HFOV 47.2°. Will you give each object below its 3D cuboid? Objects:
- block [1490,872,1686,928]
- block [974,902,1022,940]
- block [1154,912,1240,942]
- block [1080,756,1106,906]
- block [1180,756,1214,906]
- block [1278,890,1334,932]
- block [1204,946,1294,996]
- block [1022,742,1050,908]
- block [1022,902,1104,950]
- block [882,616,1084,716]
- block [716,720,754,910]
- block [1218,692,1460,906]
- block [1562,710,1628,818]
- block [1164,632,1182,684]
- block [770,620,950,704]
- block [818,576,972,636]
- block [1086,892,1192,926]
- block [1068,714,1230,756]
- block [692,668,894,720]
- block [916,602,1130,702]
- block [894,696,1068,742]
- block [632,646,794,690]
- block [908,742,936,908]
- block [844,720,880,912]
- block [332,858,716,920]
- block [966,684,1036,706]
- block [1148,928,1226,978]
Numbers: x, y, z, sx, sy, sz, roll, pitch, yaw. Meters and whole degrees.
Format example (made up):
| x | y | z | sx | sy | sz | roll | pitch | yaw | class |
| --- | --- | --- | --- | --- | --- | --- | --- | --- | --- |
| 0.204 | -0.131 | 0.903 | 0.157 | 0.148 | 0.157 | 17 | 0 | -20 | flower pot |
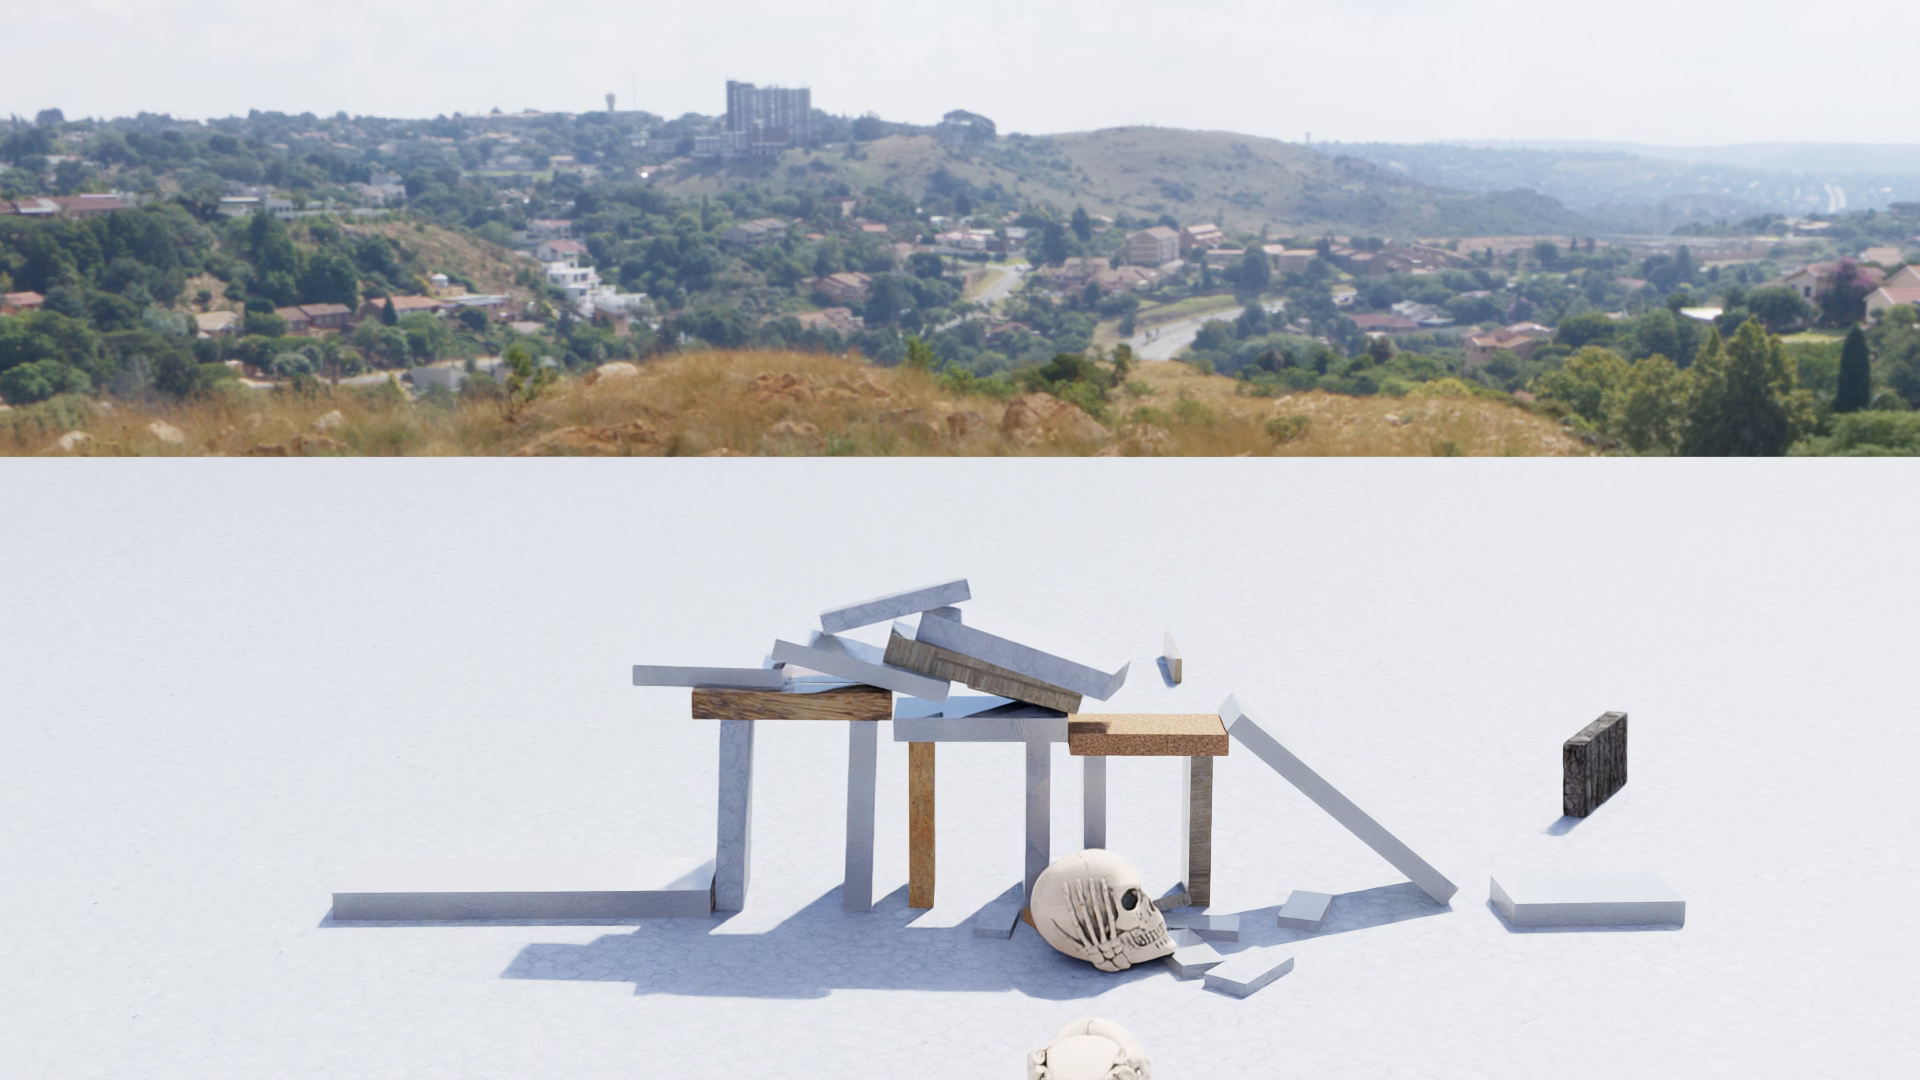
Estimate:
| x | y | z | sx | sy | sz | roll | pitch | yaw | class |
| --- | --- | --- | --- | --- | --- | --- | --- | --- | --- |
| 1.021 | 0.586 | 3.585 | 0.277 | 0.039 | 0.139 | 0 | 11 | -3 | block |
| 0.060 | 0.610 | 3.517 | 0.059 | 0.017 | 0.117 | 3 | 10 | 10 | block |
| 0.376 | 0.614 | 3.488 | 0.132 | 0.019 | 0.066 | 2 | 11 | 9 | block |
| 0.220 | 0.464 | 3.646 | 0.036 | 0.257 | 0.128 | -1 | 11 | 0 | block |
| 0.392 | 0.464 | 3.646 | 0.036 | 0.256 | 0.128 | 0 | 11 | 0 | block |
| 0.560 | 0.600 | 3.562 | 0.066 | 0.019 | 0.132 | 4 | 11 | 19 | block |
| 0.435 | 0.647 | 3.305 | 0.071 | 0.020 | 0.142 | 8 | 13 | 37 | block |
| 0.126 | 0.451 | 3.645 | 0.040 | 0.282 | 0.141 | 0 | 11 | 0 | block |
| 0.164 | 0.612 | 3.494 | 0.071 | 0.020 | 0.142 | -5 | 12 | -25 | block |
| 0.040 | 0.204 | 3.632 | 0.327 | 0.046 | 0.163 | 16 | 10 | -2 | block |
| -0.371 | 0.432 | 3.636 | 0.046 | 0.321 | 0.161 | 2 | 10 | -2 | block |
| 0.625 | 0.428 | 3.648 | 0.468 | 0.039 | 0.139 | 39 | 8 | -6 | block |
| 1.209 | 0.424 | 4.179 | 0.039 | 0.139 | 0.277 | 3 | 10 | 33 | block |
| 0.502 | 0.276 | 5.199 | 0.017 | 0.058 | 0.279 | 0 | 11 | 0 | block |
| -0.161 | 0.199 | 3.585 | 0.290 | 0.035 | 0.122 | 15 | 11 | -6 | block |
| -0.108 | 0.107 | 3.601 | 0.245 | 0.035 | 0.122 | -14 | 2 | -4 | block |
| 0.287 | 0.594 | 3.526 | 0.161 | 0.019 | 0.066 | -7 | -13 | -32 | block |
| 0.307 | 0.320 | 3.618 | 0.256 | 0.036 | 0.128 | 0 | 11 | 0 | block |
| -0.269 | 0.251 | 3.600 | 0.321 | 0.046 | 0.161 | 0 | 11 | 0 | block |
| 0.106 | 0.178 | 3.608 | 0.327 | 0.046 | 0.163 | 18 | 10 | 12 | block |
| 0.035 | 0.294 | 3.613 | 0.282 | 0.040 | 0.141 | 0 | 11 | 1 | block |
| -0.402 | 0.209 | 3.599 | 0.245 | 0.035 | 0.122 | 1 | 11 | 5 | block |
| -0.062 | 0.451 | 3.644 | 0.040 | 0.282 | 0.141 | 0 | 11 | 1 | block |
| -0.161 | 0.432 | 3.636 | 0.046 | 0.321 | 0.161 | 2 | 11 | 0 | block |
| -0.709 | 0.574 | 3.628 | 0.606 | 0.046 | 0.163 | 0 | 11 | -1 | block |
| 0.068 | 0.244 | 3.639 | 0.117 | 0.017 | 0.058 | 15 | 9 | -6 | block |
| 0.347 | 0.634 | 3.377 | 0.071 | 0.020 | 0.142 | -3 | 11 | -17 | block |
